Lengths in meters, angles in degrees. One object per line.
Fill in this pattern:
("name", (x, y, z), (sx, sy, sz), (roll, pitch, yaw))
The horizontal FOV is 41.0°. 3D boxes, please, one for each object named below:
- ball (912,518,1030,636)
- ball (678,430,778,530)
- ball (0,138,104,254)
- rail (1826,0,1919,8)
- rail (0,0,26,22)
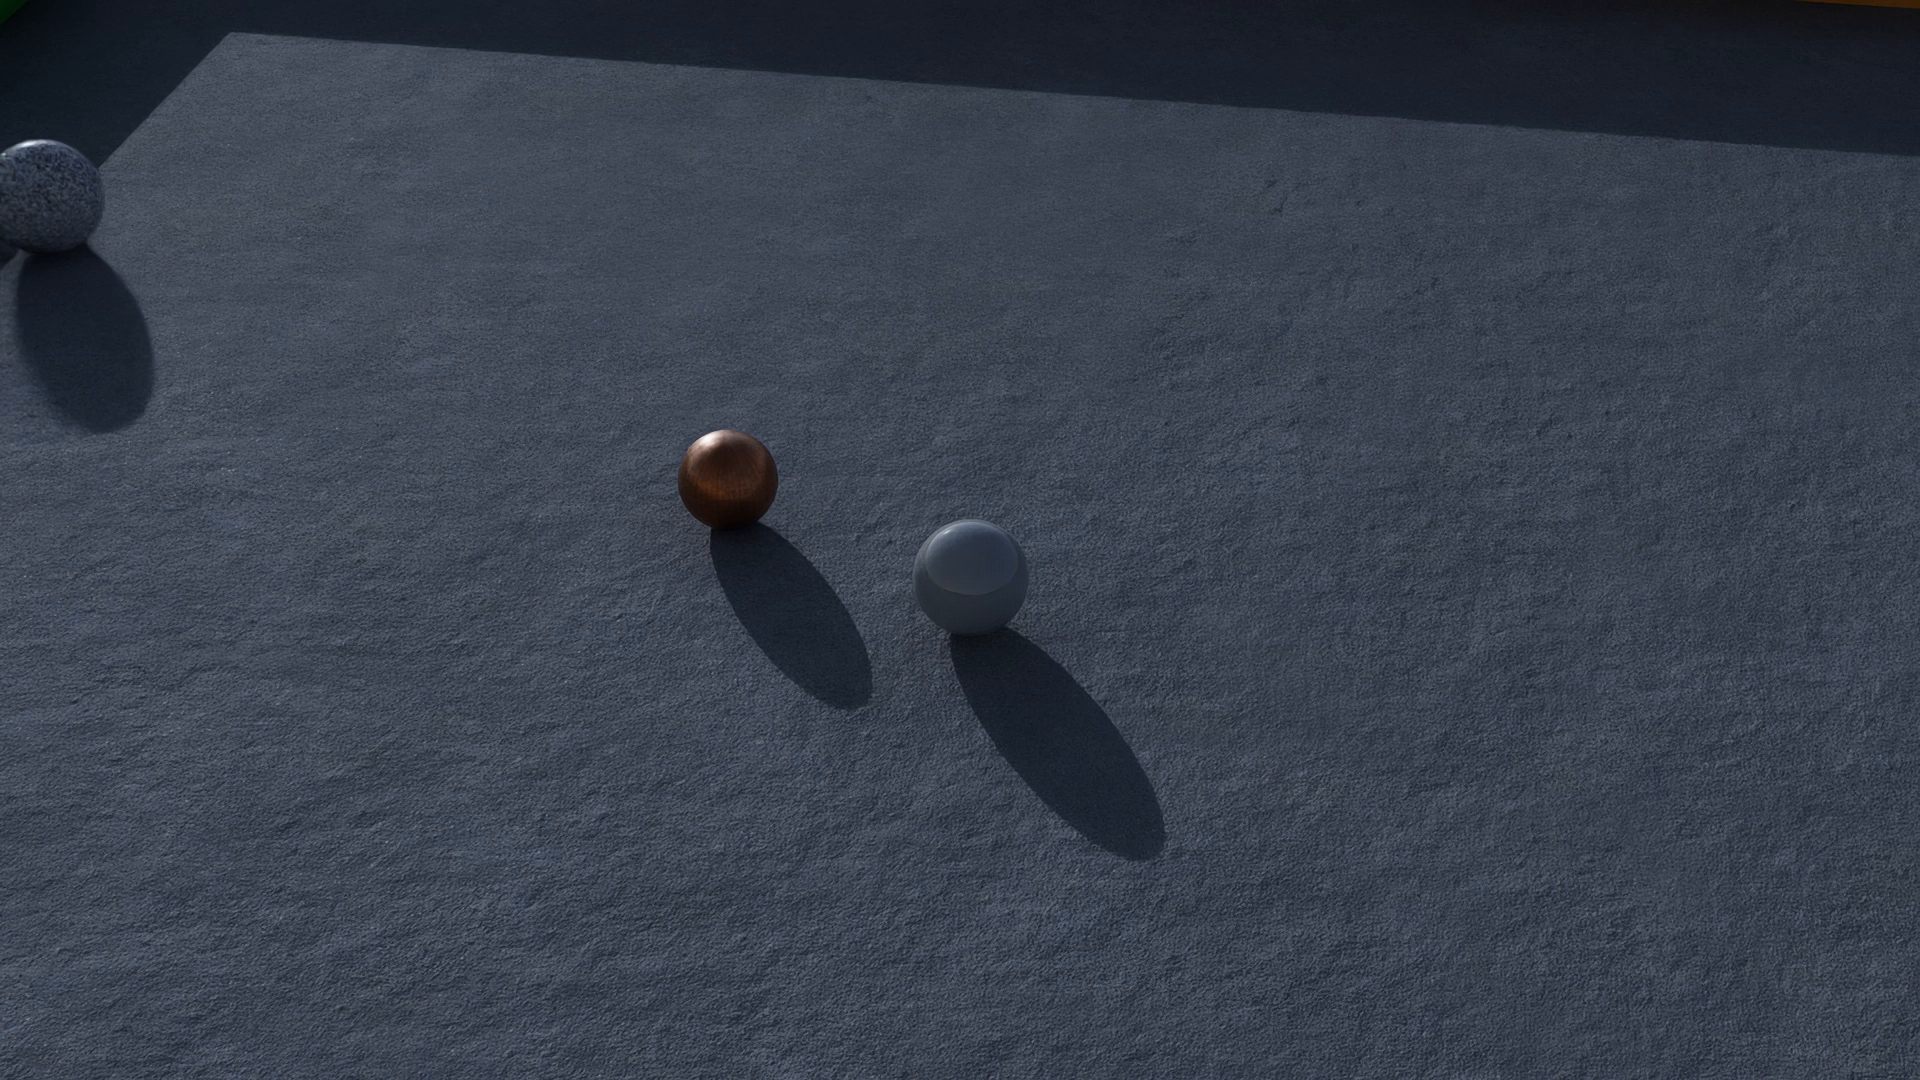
("ball", (0.007, 0.025, 1.680), (0.077, 0.077, 0.077), (0, 35, 0))
("ball", (-0.161, -0.042, 1.780), (0.070, 0.070, 0.070), (0, 35, 0))
("ball", (-0.749, -0.281, 2.096), (0.094, 0.094, 0.094), (0, 35, 0))
("rail", (1.237, -0.530, 2.421), (4.287, 0.122, 0.045), (6, 36, 8))
("rail", (-1.033, -0.123, 1.847), (0.045, 0.122, 2.196), (6, 36, 8))
